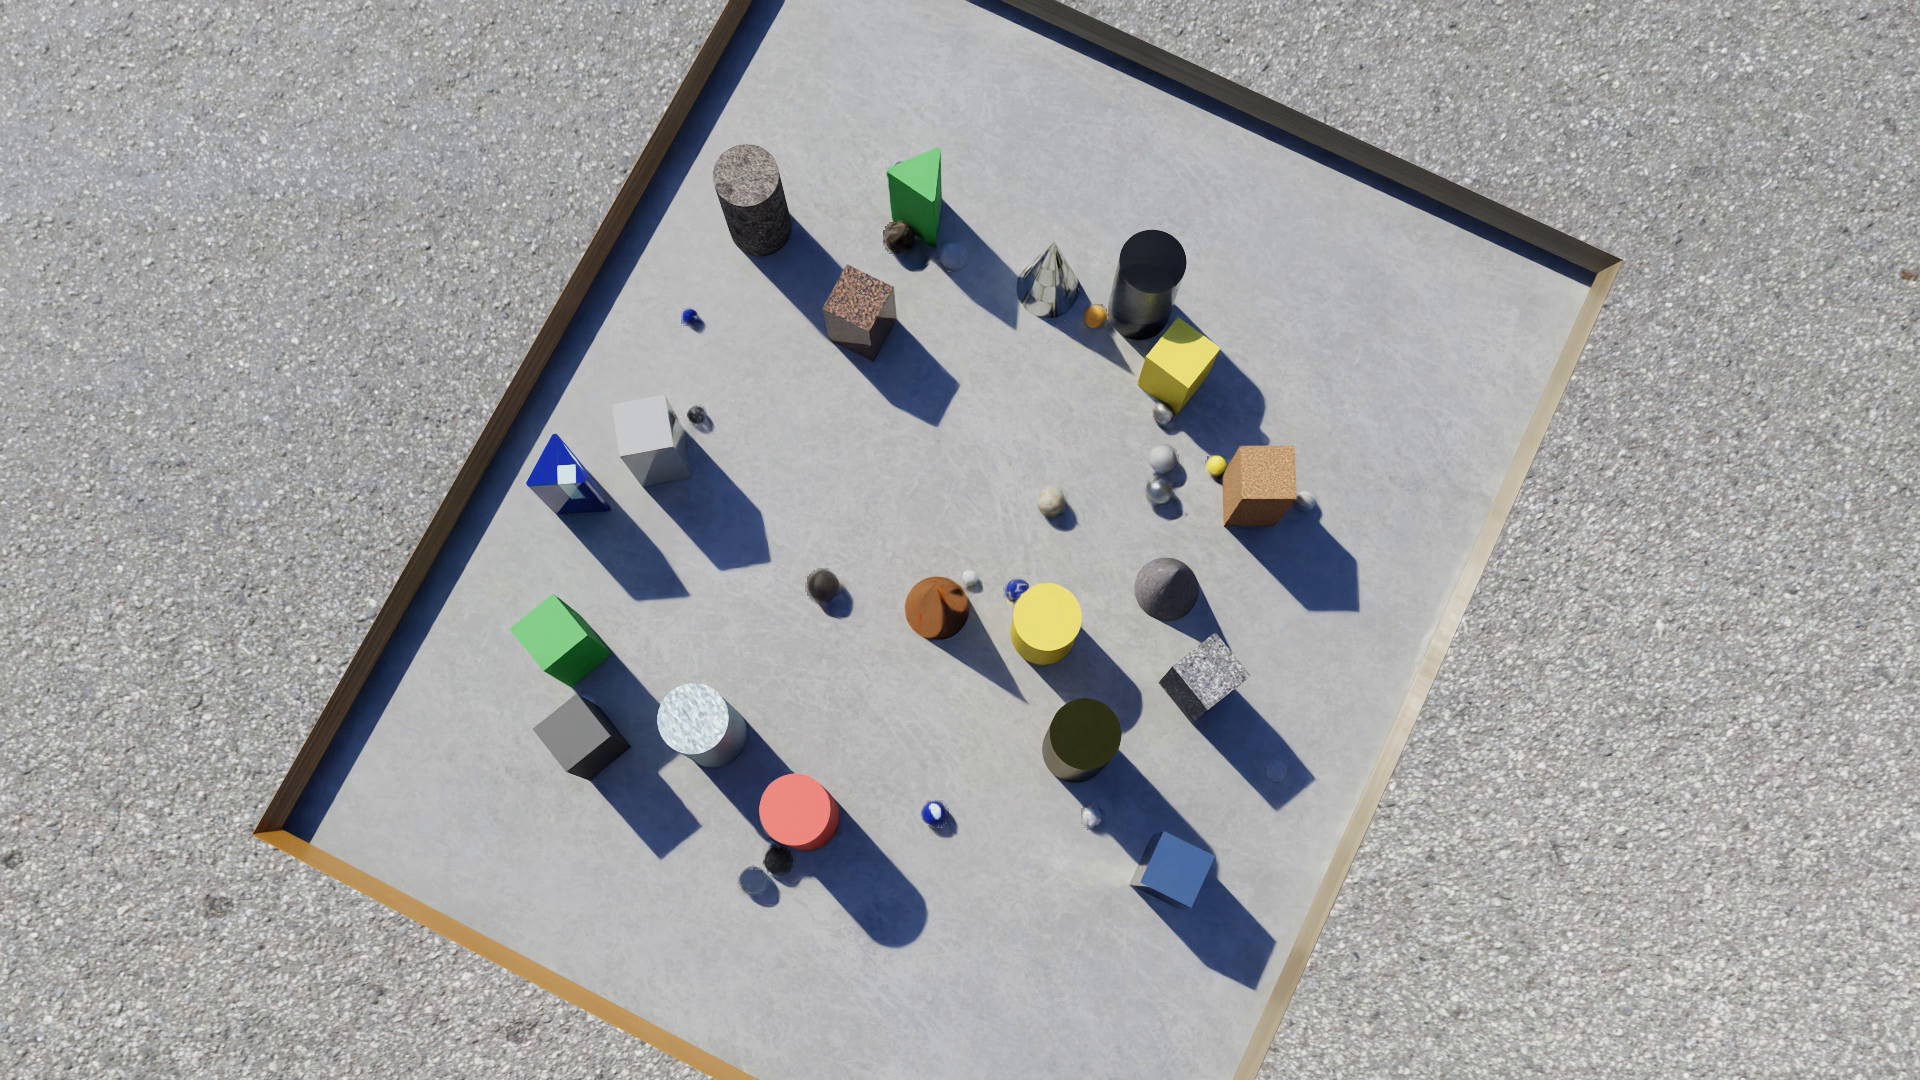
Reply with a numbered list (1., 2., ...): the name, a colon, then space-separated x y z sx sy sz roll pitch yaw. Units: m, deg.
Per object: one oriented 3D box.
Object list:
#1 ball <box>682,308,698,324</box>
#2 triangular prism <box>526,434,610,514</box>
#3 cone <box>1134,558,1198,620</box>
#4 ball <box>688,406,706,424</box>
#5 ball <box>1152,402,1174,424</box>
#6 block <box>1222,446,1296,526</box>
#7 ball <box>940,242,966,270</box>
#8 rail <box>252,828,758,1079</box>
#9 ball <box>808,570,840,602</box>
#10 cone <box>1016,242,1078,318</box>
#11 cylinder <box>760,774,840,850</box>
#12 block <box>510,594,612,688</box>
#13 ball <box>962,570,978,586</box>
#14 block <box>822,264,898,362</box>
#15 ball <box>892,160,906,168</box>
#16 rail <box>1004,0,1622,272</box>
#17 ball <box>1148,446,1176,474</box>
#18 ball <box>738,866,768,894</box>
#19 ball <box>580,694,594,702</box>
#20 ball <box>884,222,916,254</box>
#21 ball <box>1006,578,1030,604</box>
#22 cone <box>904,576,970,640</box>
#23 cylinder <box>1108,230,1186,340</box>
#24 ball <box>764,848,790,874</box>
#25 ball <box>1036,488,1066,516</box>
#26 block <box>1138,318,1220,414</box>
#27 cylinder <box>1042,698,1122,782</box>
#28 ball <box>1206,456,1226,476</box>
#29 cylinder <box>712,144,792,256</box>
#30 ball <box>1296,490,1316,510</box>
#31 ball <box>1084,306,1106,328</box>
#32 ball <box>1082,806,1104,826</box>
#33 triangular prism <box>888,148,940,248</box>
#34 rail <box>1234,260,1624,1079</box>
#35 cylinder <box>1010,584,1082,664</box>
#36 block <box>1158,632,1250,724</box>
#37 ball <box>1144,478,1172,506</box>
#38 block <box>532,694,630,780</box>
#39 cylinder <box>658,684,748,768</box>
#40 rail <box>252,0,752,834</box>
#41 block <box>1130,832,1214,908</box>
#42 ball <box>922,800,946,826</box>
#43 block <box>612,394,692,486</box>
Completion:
1. ball: -0.846 -0.701 5.737 0.048 0.048 0.048 0 78 0
2. triangular prism: -1.166 -0.198 5.464 0.170 0.379 0.148 -4 78 -1
3. cone: 0.629 0.118 5.433 0.197 0.313 0.197 0 78 0
4. ball: -0.816 -0.387 5.668 0.056 0.056 0.056 0 78 0
5. ball: 0.627 -0.393 5.665 0.065 0.065 0.065 0 78 0
6. block: 0.888 -0.158 5.458 0.157 0.374 0.157 0 78 0
7. ball: -0.023 -0.893 5.759 0.084 0.084 0.084 0 78 0
8. rail: -0.751 1.478 5.244 2.886 0.128 0.045 26 80 5
9. ball: -0.413 0.139 5.539 0.097 0.097 0.097 0 78 0
10. cone: 0.277 -0.835 5.581 0.197 0.409 0.197 0 78 0
11. cylinder: -0.456 0.784 5.252 0.197 0.395 0.197 0 78 0
12. block: -1.163 0.298 5.362 0.157 0.378 0.157 -40 81 -8
13. ball: 0.028 0.114 5.569 0.047 0.047 0.047 0 78 0
14. block: -0.304 -0.691 5.606 0.157 0.300 0.157 27 80 5
15. ball: -0.176 -1.151 5.805 0.098 0.098 0.098 0 78 0
16. rail: 0.751 -1.465 5.853 2.886 0.128 0.045 26 80 5
17. ball: 0.621 -0.248 5.624 0.086 0.086 0.086 0 78 0
18. ball: -0.607 0.997 5.368 0.082 0.082 0.082 0 78 0
19. ball: -1.123 0.489 5.486 0.058 0.058 0.058 0 78 0
20. ball: -0.189 -0.951 5.762 0.098 0.098 0.098 0 78 0
21. ball: 0.175 0.155 5.546 0.076 0.076 0.076 0 78 0
22. cone: -0.070 0.165 5.368 0.197 0.419 0.197 0 78 0
23. cylinder: 0.562 -0.767 5.552 0.197 0.437 0.197 0 78 0
24. ball: -0.537 0.942 5.381 0.079 0.079 0.079 0 78 0
25. ball: 0.278 -0.117 5.596 0.088 0.088 0.088 0 78 0
26. block: 0.663 -0.528 5.578 0.157 0.290 0.157 38 81 7
27. cylinder: 0.344 0.579 5.249 0.197 0.484 0.197 0 78 0
28. ball: 0.789 -0.229 5.633 0.062 0.062 0.062 0 78 0
29. cylinder: -0.633 -1.036 5.620 0.197 0.414 0.197 0 78 0
30. ball: 1.057 -0.120 5.610 0.062 0.062 0.062 0 78 0
31. ball: 0.421 -0.697 5.724 0.072 0.072 0.072 0 78 0
32. ball: 0.391 0.817 5.416 0.062 0.062 0.062 0 78 0
33. triangular prism: -0.105 -1.073 5.644 0.170 0.381 0.148 35 80 7
34. rail: 1.270 0.628 5.420 0.045 0.128 3.407 26 80 5
35. cylinder: 0.252 0.251 5.411 0.197 0.301 0.197 0 78 0
36. block: 0.709 0.407 5.345 0.157 0.368 0.157 -37 81 -7
37. ball: 0.606 -0.149 5.603 0.086 0.086 0.086 0 78 0
38. block: -1.096 0.576 5.329 0.157 0.330 0.157 -39 81 -7
39. cylinder: -0.736 0.538 5.273 0.197 0.454 0.197 0 78 0
40. rail: -1.270 -0.615 5.678 0.045 0.128 3.407 26 80 5
41. block: 0.604 0.948 5.251 0.157 0.332 0.157 26 79 5
42. ball: -0.077 0.807 5.411 0.075 0.075 0.075 0 78 0
43. block: -0.919 -0.293 5.486 0.157 0.375 0.157 -11 79 -2
